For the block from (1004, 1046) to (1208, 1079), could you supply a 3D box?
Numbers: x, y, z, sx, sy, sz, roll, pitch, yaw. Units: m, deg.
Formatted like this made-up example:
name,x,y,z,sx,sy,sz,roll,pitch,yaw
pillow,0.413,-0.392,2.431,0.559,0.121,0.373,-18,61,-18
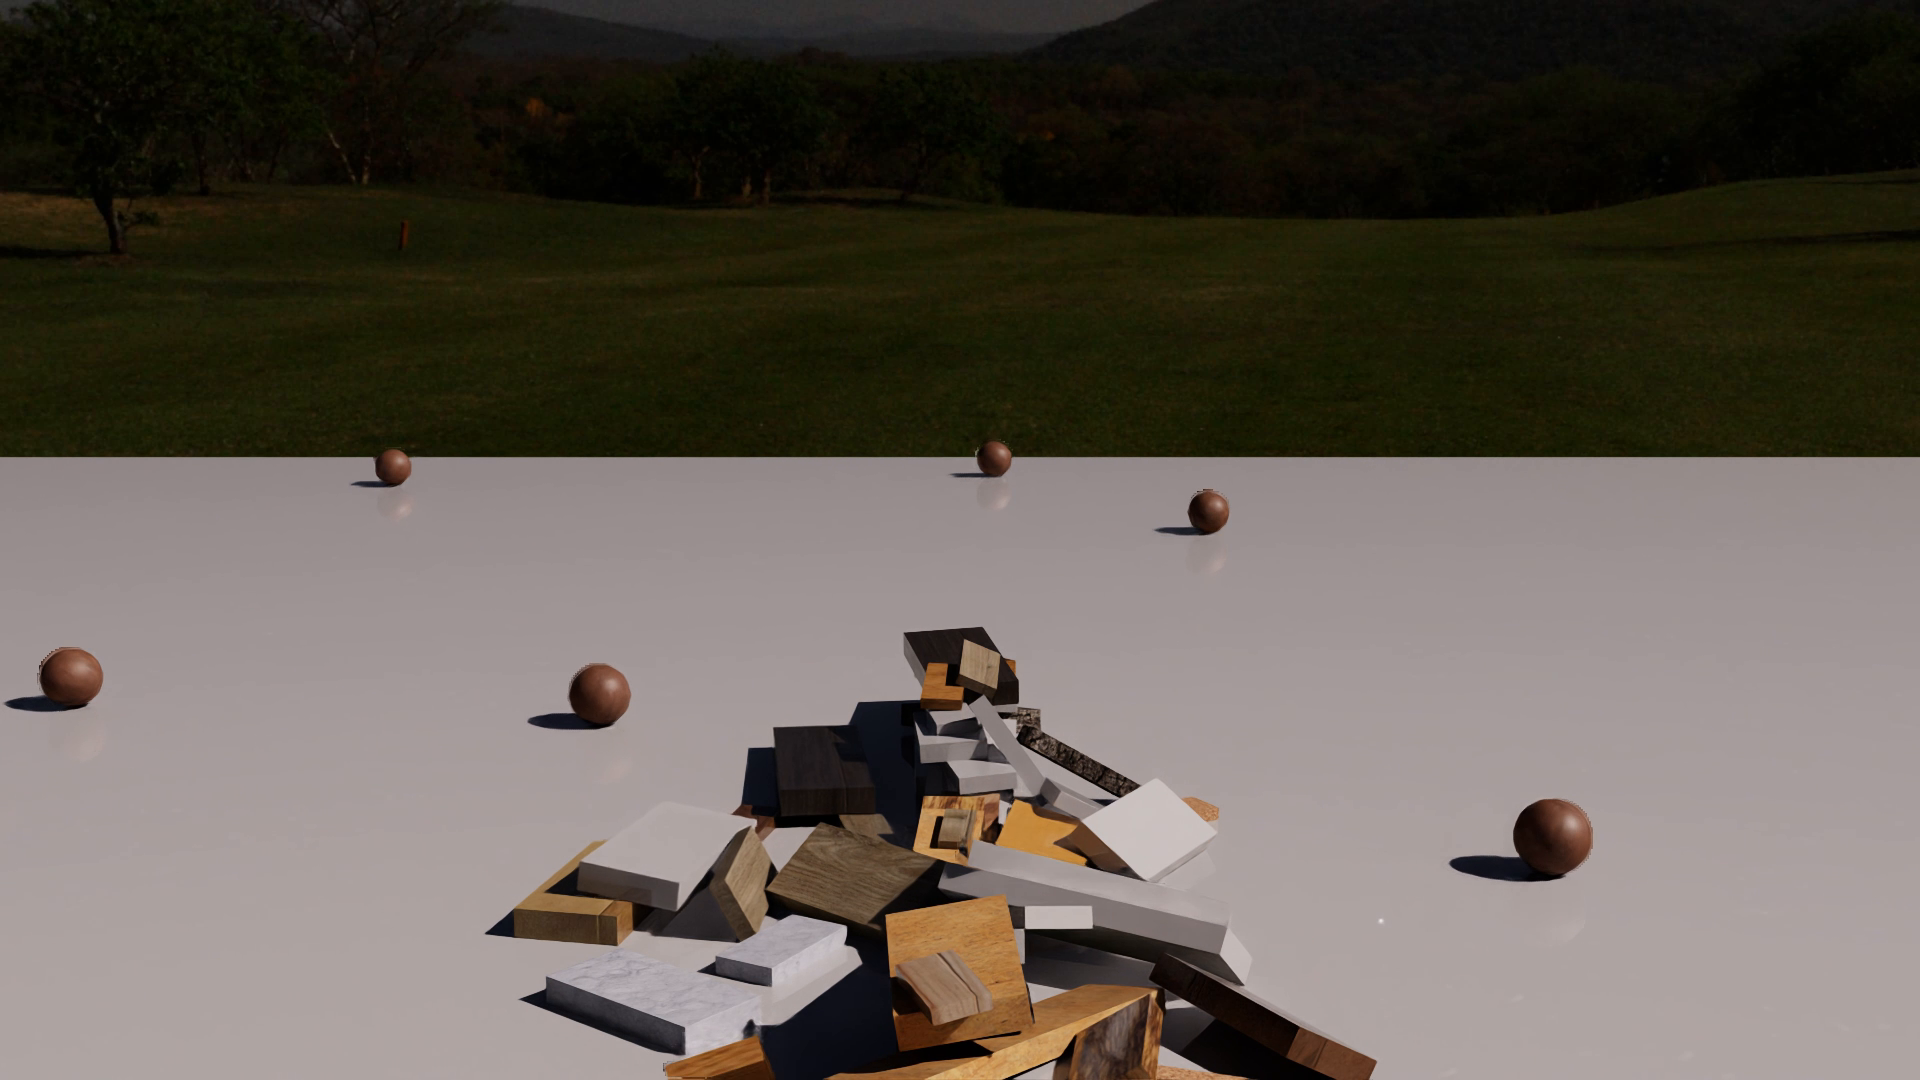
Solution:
name,x,y,z,sx,sy,sz,roll,pitch,yaw
block,0.133,0.713,2.802,0.386,0.044,0.154,-4,14,-39

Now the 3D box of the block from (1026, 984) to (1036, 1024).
name,x,y,z,sx,sy,sz,roll,pitch,yaw
block,0.002,0.631,2.994,0.167,0.047,0.335,-10,-5,-4

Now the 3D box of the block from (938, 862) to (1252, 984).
name,x,y,z,sx,sy,sz,roll,pitch,yaw
block,0.202,0.578,3.324,0.461,0.043,0.151,9,-24,27

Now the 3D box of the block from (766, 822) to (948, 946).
name,x,y,z,sx,sy,sz,roll,pitch,yaw
block,-0.158,0.554,3.531,0.301,0.043,0.151,10,49,43

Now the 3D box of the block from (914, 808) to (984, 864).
name,x,y,z,sx,sy,sz,roll,pitch,yaw
block,-0.021,0.512,3.637,0.107,0.030,0.213,2,23,5

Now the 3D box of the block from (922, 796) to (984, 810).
name,x,y,z,sx,sy,sz,roll,pitch,yaw
block,-0.016,0.518,3.753,0.107,0.030,0.213,1,33,3

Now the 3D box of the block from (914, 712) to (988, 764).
name,x,y,z,sx,sy,sz,roll,pitch,yaw
block,-0.020,0.365,4.123,0.123,0.035,0.251,-4,9,-3

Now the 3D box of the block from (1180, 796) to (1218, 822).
name,x,y,z,sx,sy,sz,roll,pitch,yaw
block,0.388,0.506,4.056,0.161,0.023,0.081,-6,12,-29

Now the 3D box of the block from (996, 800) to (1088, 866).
name,x,y,z,sx,sy,sz,roll,pitch,yaw
block,0.139,0.525,3.712,0.151,0.043,0.301,17,13,6

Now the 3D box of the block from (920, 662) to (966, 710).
name,x,y,z,sx,sy,sz,roll,pitch,yaw
block,-0.029,0.280,4.209,0.077,0.022,0.155,2,22,4

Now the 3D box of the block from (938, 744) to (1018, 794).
name,x,y,z,sx,sy,sz,roll,pitch,yaw
block,0.031,0.415,3.998,0.105,0.030,0.210,-5,10,-10

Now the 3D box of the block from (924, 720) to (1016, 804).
name,x,y,z,sx,sy,sz,roll,pitch,yaw
block,0.022,0.438,4.142,0.162,0.046,0.325,0,25,3

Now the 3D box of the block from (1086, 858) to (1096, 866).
name,x,y,z,sx,sy,sz,roll,pitch,yaw
block,0.211,0.548,3.854,0.054,0.015,0.107,0,11,-2

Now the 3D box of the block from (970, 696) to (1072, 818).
name,x,y,z,sx,sy,sz,roll,pitch,yaw
block,0.110,0.405,4.019,0.035,0.247,0.123,-36,-29,-2

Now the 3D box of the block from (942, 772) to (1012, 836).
name,x,y,z,sx,sy,sz,roll,pitch,yaw
block,0.038,0.479,3.964,0.105,0.030,0.210,-5,25,-9

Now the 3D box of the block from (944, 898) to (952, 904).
name,x,y,z,sx,sy,sz,roll,pitch,yaw
block,-0.012,0.566,3.586,0.107,0.030,0.213,-3,23,-6

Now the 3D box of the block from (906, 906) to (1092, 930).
name,x,y,z,sx,sy,sz,roll,pitch,yaw
block,0.049,0.563,3.262,0.112,0.032,0.364,5,-12,-30

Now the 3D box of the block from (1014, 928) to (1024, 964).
name,x,y,z,sx,sy,sz,roll,pitch,yaw
block,0.000,0.593,3.203,0.167,0.047,0.335,0,-11,-2

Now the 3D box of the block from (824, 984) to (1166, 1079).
name,x,y,z,sx,sy,sz,roll,pitch,yaw
block,0.031,0.661,2.837,0.128,0.036,0.686,-6,-1,37

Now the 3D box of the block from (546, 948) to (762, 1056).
name,x,y,z,sx,sy,sz,roll,pitch,yaw
block,-0.443,0.662,3.168,0.293,0.042,0.147,9,14,39

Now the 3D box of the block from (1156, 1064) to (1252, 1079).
name,x,y,z,sx,sy,sz,roll,pitch,yaw
block,0.364,0.720,2.702,0.308,0.044,0.154,8,15,1

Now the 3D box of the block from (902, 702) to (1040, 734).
name,x,y,z,sx,sy,sz,roll,pitch,yaw
block,0.019,0.367,4.549,0.162,0.046,0.325,0,-1,-26

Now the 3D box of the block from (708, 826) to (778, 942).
name,x,y,z,sx,sy,sz,roll,pitch,yaw
block,-0.347,0.555,3.569,0.029,0.103,0.274,-28,8,8

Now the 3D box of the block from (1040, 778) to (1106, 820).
name,x,y,z,sx,sy,sz,roll,pitch,yaw
block,0.246,0.486,3.872,0.206,0.029,0.103,28,1,-14

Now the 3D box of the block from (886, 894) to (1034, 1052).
name,x,y,z,sx,sy,sz,roll,pitch,yaw
block,-0.006,0.559,2.869,0.167,0.047,0.335,-10,12,-2

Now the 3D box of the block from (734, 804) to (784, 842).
name,x,y,z,sx,sy,sz,roll,pitch,yaw
block,-0.382,0.518,3.994,0.081,0.023,0.161,2,11,12

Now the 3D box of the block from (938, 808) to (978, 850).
name,x,y,z,sx,sy,sz,roll,pitch,yaw
block,-0.004,0.481,3.653,0.054,0.015,0.107,2,23,6

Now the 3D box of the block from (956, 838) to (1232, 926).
name,x,y,z,sx,sy,sz,roll,pitch,yaw
block,0.207,0.536,3.436,0.415,0.042,0.147,15,-8,-5

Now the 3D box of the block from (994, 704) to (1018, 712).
name,x,y,z,sx,sy,sz,roll,pitch,yaw
block,0.032,0.320,4.524,0.167,0.047,0.335,0,-1,1

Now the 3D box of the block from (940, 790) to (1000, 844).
name,x,y,z,sx,sy,sz,roll,pitch,yaw
block,0.014,0.511,3.830,0.105,0.030,0.210,1,29,3

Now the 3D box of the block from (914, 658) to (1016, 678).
name,x,y,z,sx,sy,sz,roll,pitch,yaw
block,0.007,0.275,4.689,0.167,0.047,0.335,0,-1,-9

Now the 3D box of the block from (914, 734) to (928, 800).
name,x,y,z,sx,sy,sz,roll,pitch,yaw
block,-0.007,0.442,4.339,0.162,0.046,0.325,0,11,-2

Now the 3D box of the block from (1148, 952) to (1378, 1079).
name,x,y,z,sx,sy,sz,roll,pitch,yaw
block,0.410,0.655,3.006,0.154,0.044,0.308,29,-6,-31

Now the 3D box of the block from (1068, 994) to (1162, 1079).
name,x,y,z,sx,sy,sz,roll,pitch,yaw
block,0.195,0.654,2.773,0.112,0.032,0.225,-31,5,12

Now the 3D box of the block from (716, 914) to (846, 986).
name,x,y,z,sx,sy,sz,roll,pitch,yaw
block,-0.273,0.629,3.379,0.103,0.029,0.206,6,12,29

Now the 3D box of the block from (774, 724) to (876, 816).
name,x,y,z,sx,sy,sz,roll,pitch,yaw
block,-0.269,0.441,4.264,0.172,0.049,0.528,-1,8,-6

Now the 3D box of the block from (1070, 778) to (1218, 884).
name,x,y,z,sx,sy,sz,roll,pitch,yaw
block,0.318,0.509,3.785,0.147,0.042,0.293,42,27,18

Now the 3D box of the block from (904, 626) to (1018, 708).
name,x,y,z,sx,sy,sz,roll,pitch,yaw
block,-0.001,0.255,4.408,0.167,0.047,0.335,-4,17,-11

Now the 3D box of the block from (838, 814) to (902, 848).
name,x,y,z,sx,sy,sz,roll,pitch,yaw
block,-0.148,0.536,3.829,0.081,0.023,0.389,-1,7,-10

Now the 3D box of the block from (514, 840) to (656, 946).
name,x,y,z,sx,sy,sz,roll,pitch,yaw
block,-0.582,0.576,3.611,0.172,0.049,0.344,2,11,12

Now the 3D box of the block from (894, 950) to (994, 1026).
name,x,y,z,sx,sy,sz,roll,pitch,yaw
block,-0.021,0.555,2.735,0.078,0.022,0.157,-13,13,-16

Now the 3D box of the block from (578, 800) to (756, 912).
name,x,y,z,sx,sy,sz,roll,pitch,yaw
block,-0.480,0.520,3.648,0.172,0.049,0.344,10,12,14

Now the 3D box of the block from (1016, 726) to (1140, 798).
name,x,y,z,sx,sy,sz,roll,pitch,yaw
block,0.227,0.420,4.095,0.247,0.035,0.123,29,-6,-5

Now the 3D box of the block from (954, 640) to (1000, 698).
name,x,y,z,sx,sy,sz,roll,pitch,yaw
block,0.035,0.248,4.251,0.077,0.022,0.155,23,22,-6

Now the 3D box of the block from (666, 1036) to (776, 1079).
name,x,y,z,sx,sy,sz,roll,pitch,yaw
block,-0.275,0.672,2.652,0.113,0.225,0.032,-17,55,-6

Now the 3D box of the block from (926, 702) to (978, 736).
name,x,y,z,sx,sy,sz,roll,pitch,yaw
block,-0.016,0.335,4.129,0.077,0.022,0.155,-5,10,-8
